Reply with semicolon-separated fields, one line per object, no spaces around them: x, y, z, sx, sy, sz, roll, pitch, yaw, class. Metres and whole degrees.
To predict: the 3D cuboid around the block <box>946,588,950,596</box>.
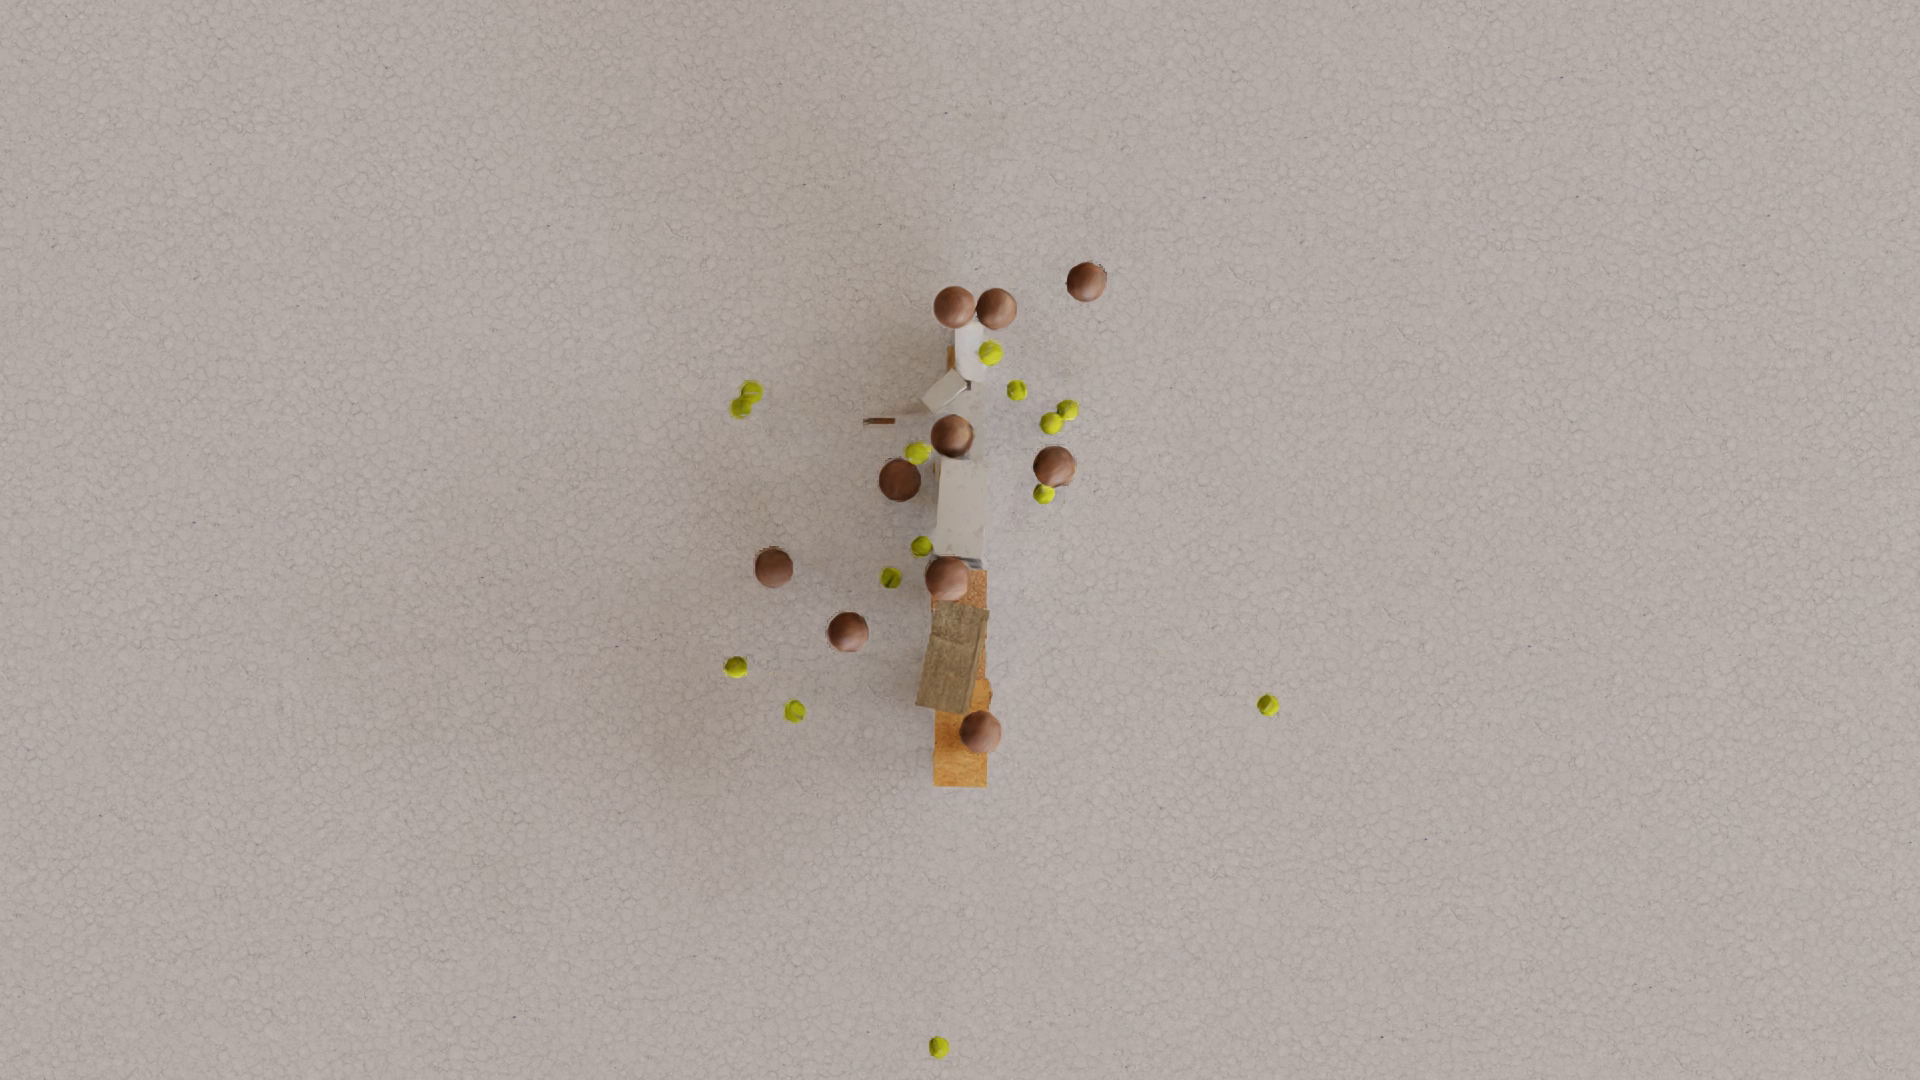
-0.018;0.158;5.064;0.047;0.094;0.013;-6;85;-1;block

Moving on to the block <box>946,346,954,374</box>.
0.001;-0.583;5.422;0.088;0.176;0.025;0;126;0;block

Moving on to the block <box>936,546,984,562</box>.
-0.001;0.036;5.042;0.143;0.285;0.040;6;87;0;block

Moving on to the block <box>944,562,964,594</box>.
-0.018;0.117;5.011;0.047;0.013;0.094;-8;89;-1;block

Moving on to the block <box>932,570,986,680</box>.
-0.004;0.262;5.136;0.170;0.048;0.339;1;90;0;block

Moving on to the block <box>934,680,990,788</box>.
0.004;0.600;5.141;0.167;0.047;0.333;1;89;0;block

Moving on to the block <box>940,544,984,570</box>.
0.004;-0.046;5.205;0.138;0.039;0.275;0;90;0;block

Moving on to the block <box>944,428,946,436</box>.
-0.012;-0.325;5.077;0.075;0.149;0.021;11;91;-1;block

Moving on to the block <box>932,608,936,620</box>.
-0.005;0.235;4.956;0.156;0.311;0.044;4;90;0;block

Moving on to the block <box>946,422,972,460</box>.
-0.005;-0.281;4.992;0.075;0.021;0.149;2;90;-1;block

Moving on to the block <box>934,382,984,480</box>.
-0.003;-0.340;5.174;0.152;0.043;0.304;0;90;0;block

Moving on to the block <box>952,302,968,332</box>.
0.000;-0.727;5.397;0.048;0.014;0.096;0;90;0;block

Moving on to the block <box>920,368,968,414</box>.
-0.049;-0.450;5.002;0.135;0.019;0.068;-42;80;-3;block

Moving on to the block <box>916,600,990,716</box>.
-0.021;0.340;4.778;0.156;0.044;0.311;12;90;0;block

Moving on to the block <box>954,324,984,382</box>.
0.028;-0.584;5.146;0.088;0.025;0.176;-4;103;-10;block

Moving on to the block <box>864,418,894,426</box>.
-0.251;-0.368;5.132;0.068;0.135;0.019;-1;91;-15;block

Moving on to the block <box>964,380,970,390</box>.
-0.002;-0.477;5.085;0.067;0.135;0.019;0;89;0;block

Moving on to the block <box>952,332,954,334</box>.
0.000;-0.695;5.452;0.048;0.096;0.014;0;90;0;block

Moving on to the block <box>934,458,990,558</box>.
0.005;-0.092;4.877;0.143;0.040;0.285;5;90;0;block

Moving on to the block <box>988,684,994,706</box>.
0.017;0.480;5.333;0.166;0.333;0.047;13;89;0;block

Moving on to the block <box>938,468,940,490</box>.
0.006;-0.176;5.041;0.143;0.285;0.040;3;83;0;block
